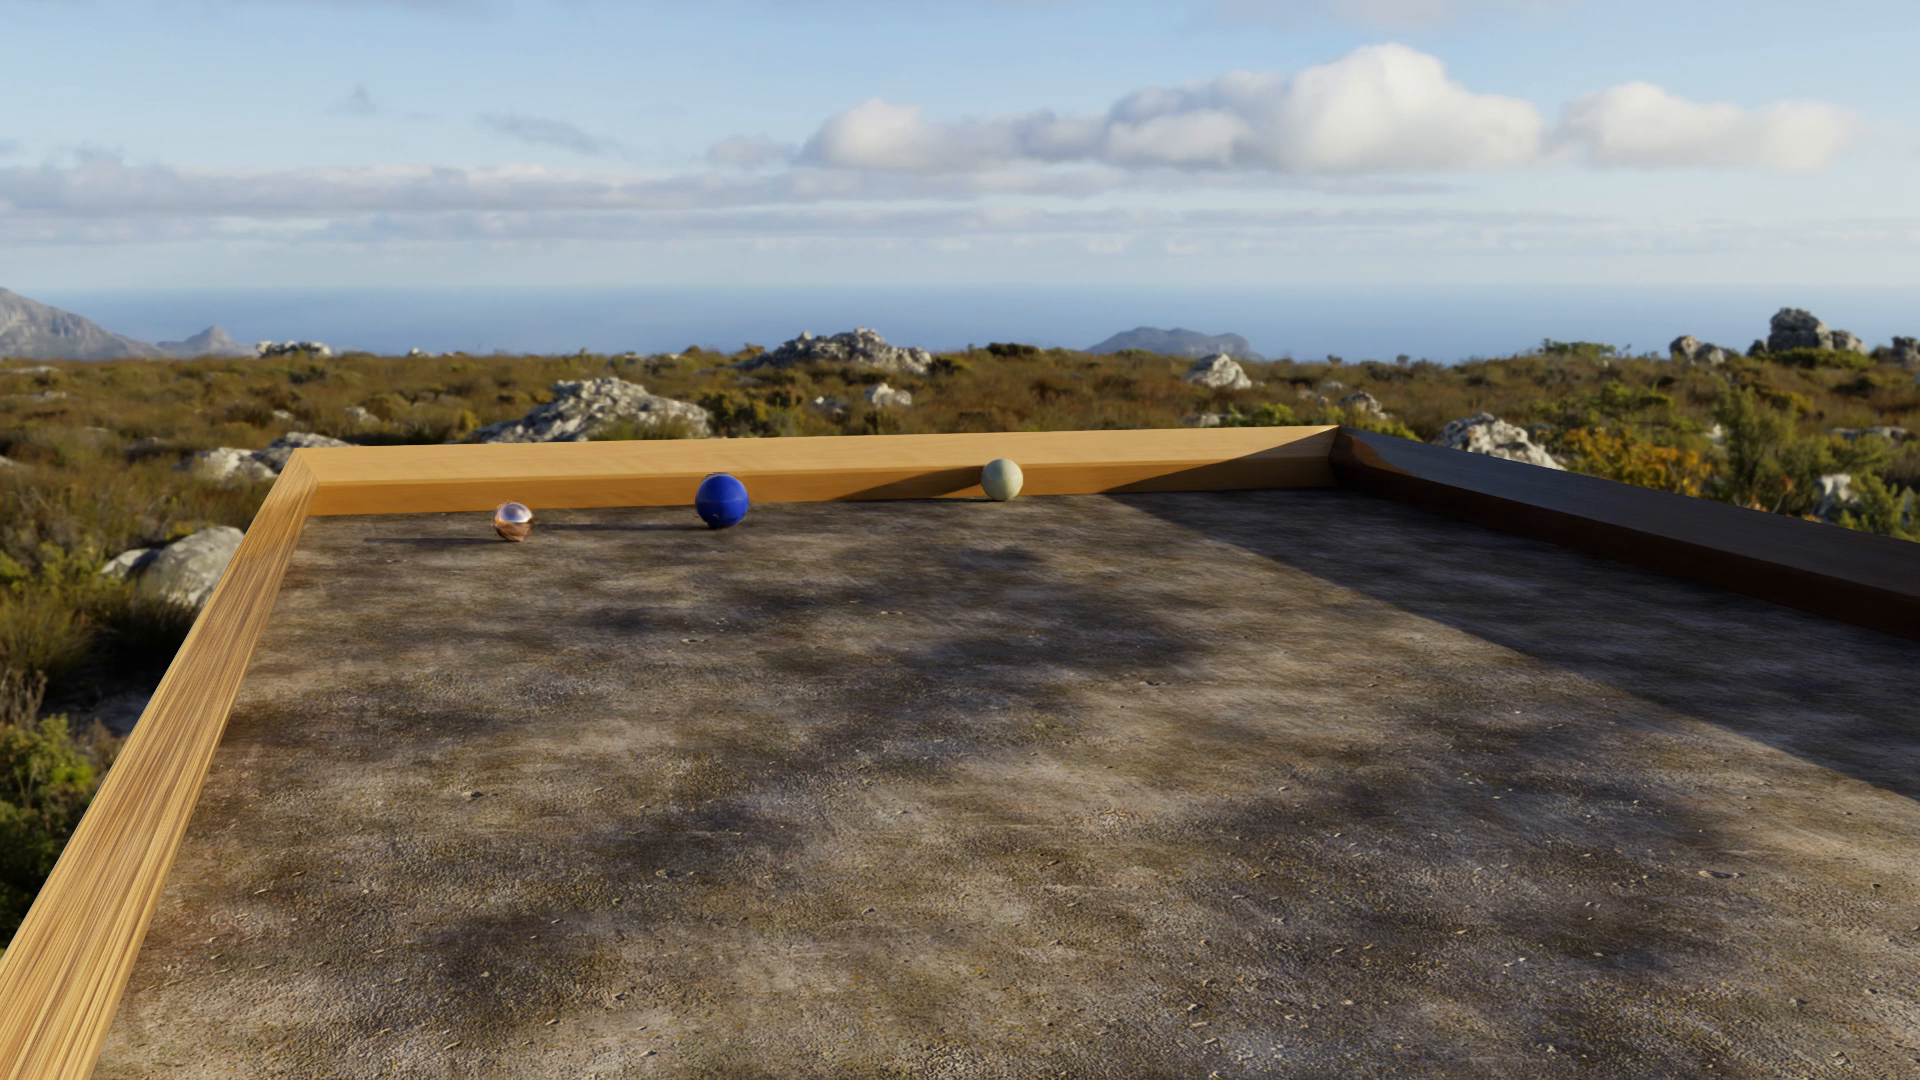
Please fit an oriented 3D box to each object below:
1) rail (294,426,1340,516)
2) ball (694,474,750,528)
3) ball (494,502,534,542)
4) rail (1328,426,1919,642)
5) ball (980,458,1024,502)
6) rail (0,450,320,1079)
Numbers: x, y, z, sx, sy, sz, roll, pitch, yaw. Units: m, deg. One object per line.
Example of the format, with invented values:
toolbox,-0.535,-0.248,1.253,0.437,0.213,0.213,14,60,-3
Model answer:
rail,-0.221,-0.141,4.398,2.128,0.128,0.045,-2,8,-14
ball,-0.432,-0.070,3.996,0.098,0.098,0.098,0,8,0
ball,-0.775,-0.031,3.822,0.068,0.068,0.068,0,8,0
rail,1.237,0.073,2.832,0.045,0.128,3.811,-2,8,-14
ball,0.084,-0.121,4.412,0.086,0.086,0.086,0,8,0
rail,-0.783,0.141,2.342,0.045,0.128,3.811,-2,8,-14
